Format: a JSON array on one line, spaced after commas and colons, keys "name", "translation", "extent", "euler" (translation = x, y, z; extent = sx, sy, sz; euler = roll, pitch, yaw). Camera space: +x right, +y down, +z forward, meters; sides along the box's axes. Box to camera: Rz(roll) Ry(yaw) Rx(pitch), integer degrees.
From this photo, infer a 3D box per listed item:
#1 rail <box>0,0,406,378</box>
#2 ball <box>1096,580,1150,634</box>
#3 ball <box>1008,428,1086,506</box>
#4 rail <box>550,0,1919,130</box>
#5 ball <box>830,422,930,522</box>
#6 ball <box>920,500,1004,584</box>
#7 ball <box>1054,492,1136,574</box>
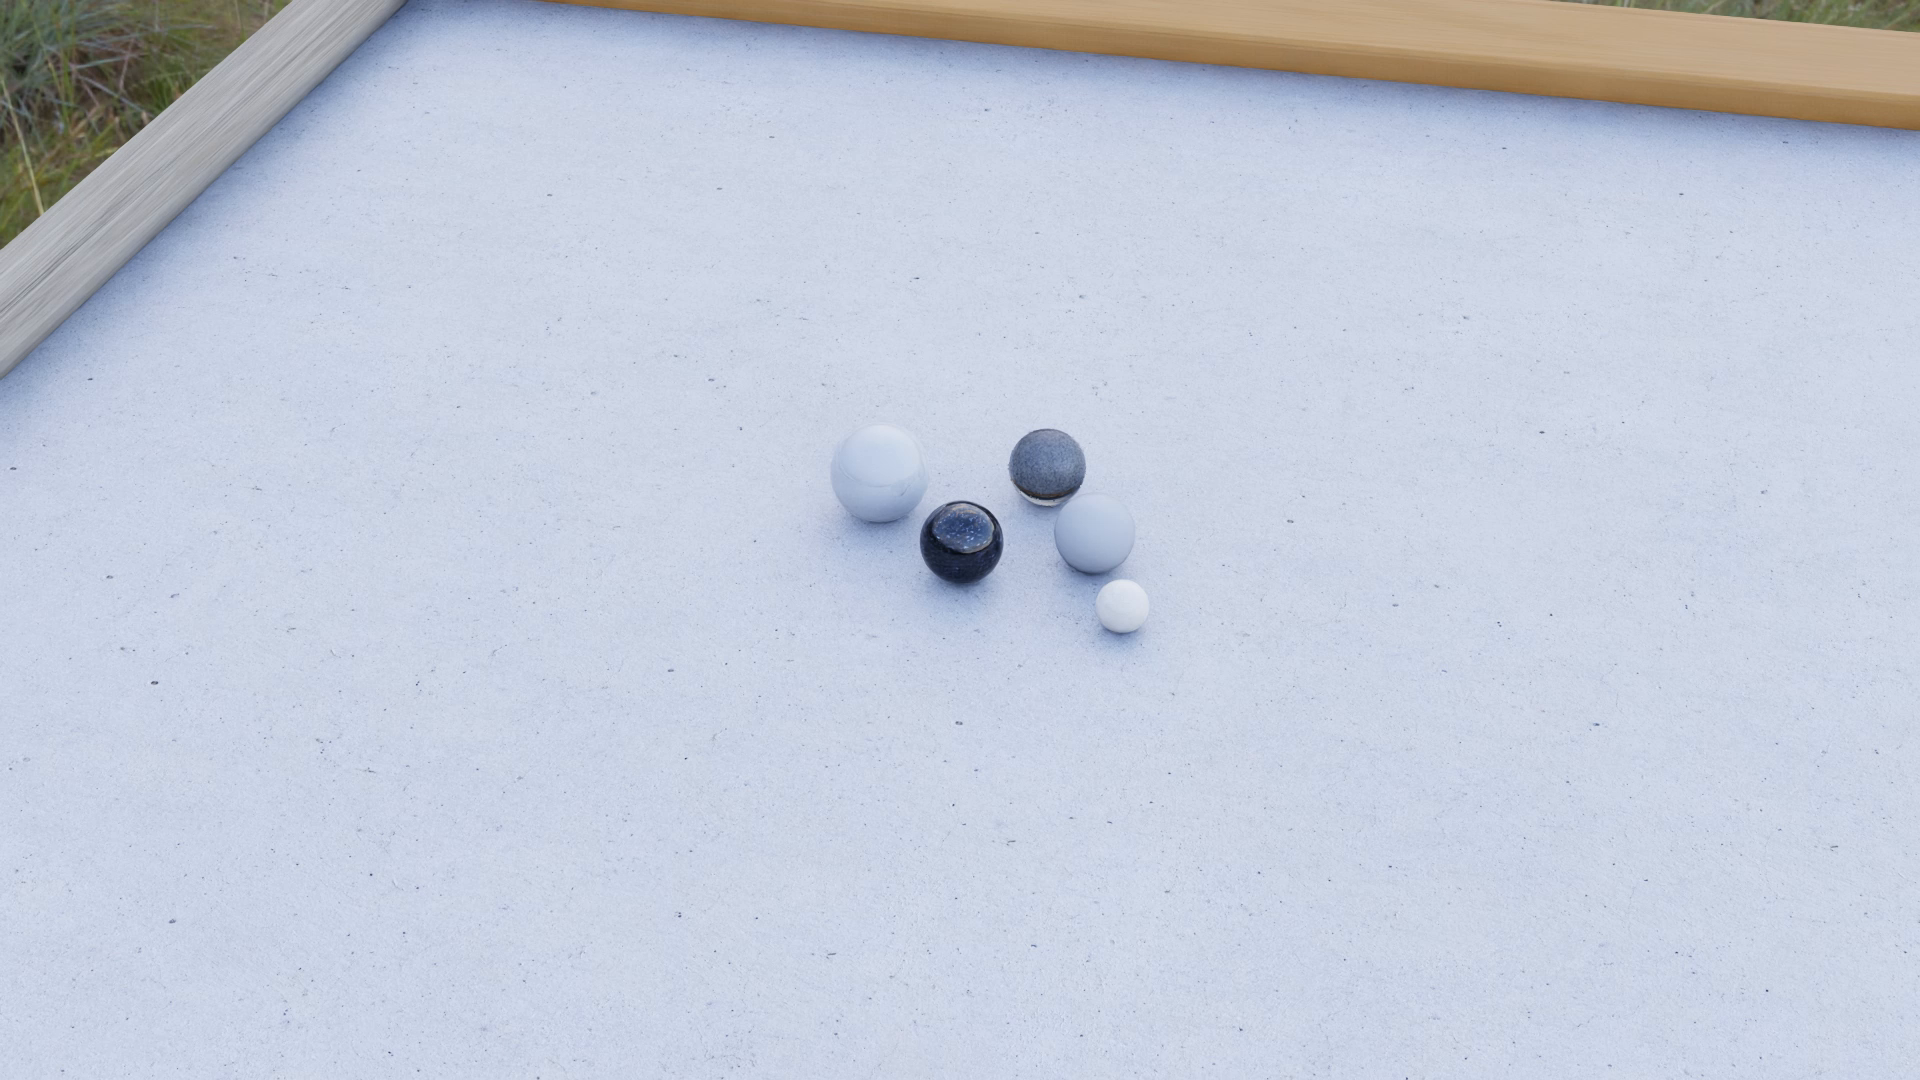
[{"name": "rail", "translation": [-0.849, -0.130, 2.154], "extent": [0.045, 0.106, 2.054], "euler": [8, 35, 11]}, {"name": "ball", "translation": [0.123, 0.050, 1.946], "extent": [0.041, 0.041, 0.041], "euler": [0, 34, 0]}, {"name": "ball", "translation": [0.071, -0.059, 2.088], "extent": [0.064, 0.064, 0.064], "euler": [0, 34, 0]}, {"name": "rail", "translation": [1.102, -0.450, 2.628], "extent": [3.585, 0.106, 0.045], "euler": [8, 35, 11]}, {"name": "ball", "translation": [-0.064, -0.055, 2.066], "extent": [0.081, 0.081, 0.081], "euler": [0, 34, 0]}, {"name": "ball", "translation": [0.001, 0.002, 1.996], "extent": [0.066, 0.066, 0.066], "euler": [0, 34, 0]}, {"name": "ball", "translation": [0.105, -0.005, 2.009], "extent": [0.064, 0.064, 0.064], "euler": [0, 34, 0]}]
